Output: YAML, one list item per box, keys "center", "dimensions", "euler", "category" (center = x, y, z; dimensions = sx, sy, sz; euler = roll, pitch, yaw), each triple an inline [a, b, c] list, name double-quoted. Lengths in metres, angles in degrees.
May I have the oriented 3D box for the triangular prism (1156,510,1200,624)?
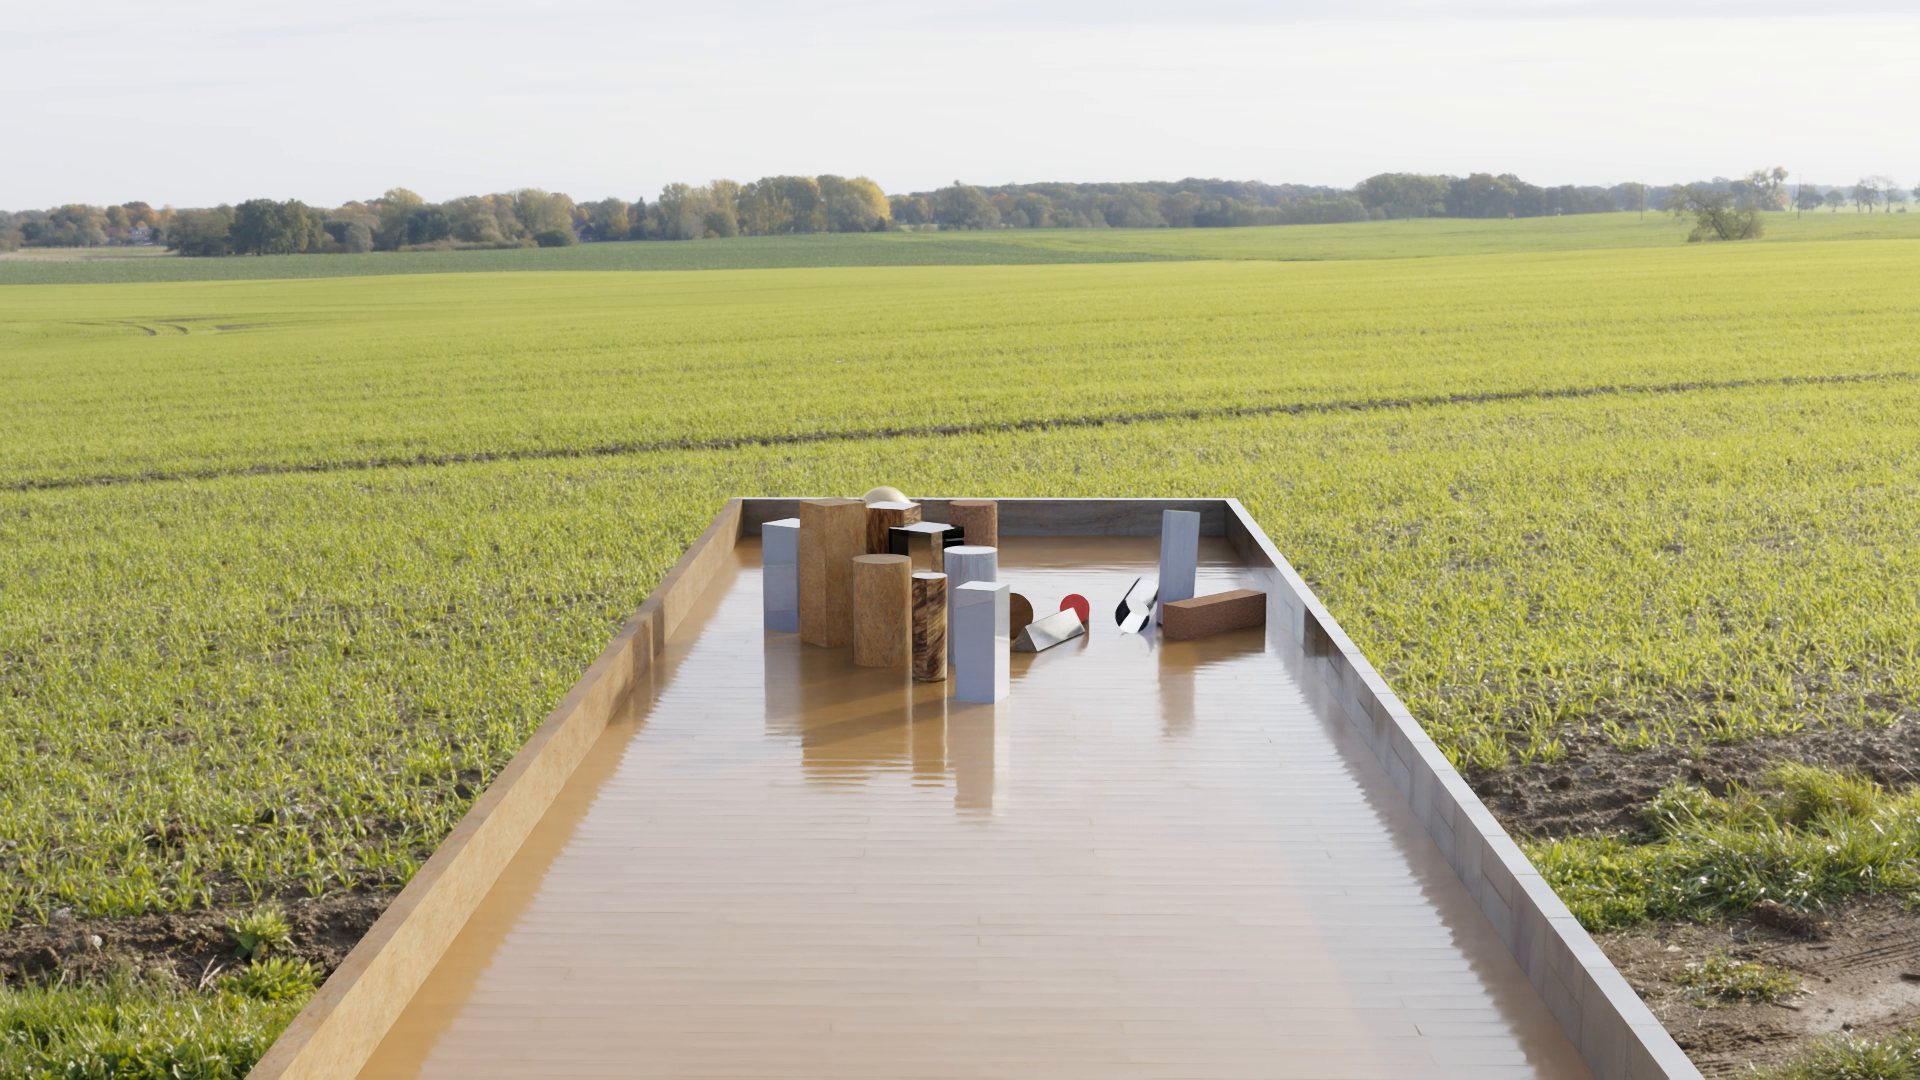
- center: [0.696, 0.089, 7.241]
  dimensions: [0.123, 0.371, 0.107]
  euler: [2, 4, -37]
  category: "triangular prism"

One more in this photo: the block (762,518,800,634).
- center: [-0.541, 0.115, 7.179]
  dimensions: [0.145, 0.346, 0.145]
  euler: [7, 11, 36]
  category: "block"

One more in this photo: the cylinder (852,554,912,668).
- center: [-0.236, 0.212, 6.665]
  dimensions: [0.180, 0.315, 0.180]
  euler: [0, 9, 0]
  category: "cylinder"

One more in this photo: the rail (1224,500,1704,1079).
- center: [1.046, 0.843, 3.208]
  dimensions: [0.050, 0.150, 12.000]
  euler: [0, 9, 1]
  category: "rail"

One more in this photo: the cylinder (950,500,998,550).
- center: [0.045, 0.080, 7.200]
  dimensions: [0.155, 0.408, 0.155]
  euler: [0, 9, 0]
  category: "cylinder"

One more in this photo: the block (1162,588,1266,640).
- center: [0.830, 0.241, 7.156]
  dimensions: [0.396, 0.104, 0.104]
  euler: [-8, 12, -43]
  category: "block"

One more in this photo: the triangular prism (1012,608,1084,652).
- center: [0.282, 0.281, 6.976]
  dimensions: [0.090, 0.078, 0.354]
  euler: [5, 10, 27]
  category: "triangular prism"

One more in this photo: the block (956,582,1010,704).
- center: [0.064, 0.286, 6.178]
  dimensions: [0.118, 0.320, 0.118]
  euler: [4, 10, 21]
  category: "block"

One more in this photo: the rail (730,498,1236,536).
- center: [0.099, -0.098, 9.147]
  dimensions: [2.100, 0.150, 0.050]
  euler: [0, 9, 1]
  category: "rail"

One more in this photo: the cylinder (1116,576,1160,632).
- center: [0.602, 0.210, 7.320]
  dimensions: [0.113, 0.113, 0.451]
  euler: [2, 9, 11]
  category: "cylinder"

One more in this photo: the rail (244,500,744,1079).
- center: [-1.004, 0.839, 3.234]
  dimensions: [0.050, 0.150, 12.000]
  euler: [0, 9, 1]
  category: "rail"

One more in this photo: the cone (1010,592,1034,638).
- center: [0.167, 0.240, 7.266]
  dimensions: [0.144, 0.144, 0.452]
  euler: [0, 0, 1]
  category: "cone"

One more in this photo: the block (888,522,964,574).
- center: [-0.105, 0.142, 6.932]
  dimensions: [0.168, 0.370, 0.168]
  euler: [7, 11, 36]
  category: "block"

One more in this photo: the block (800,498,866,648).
- center: [-0.401, 0.100, 6.955]
  dimensions: [0.152, 0.446, 0.152]
  euler: [-6, 11, -35]
  category: "block"

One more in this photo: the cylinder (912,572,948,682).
- center: [-0.089, 0.255, 6.419]
  dimensions: [0.104, 0.307, 0.104]
  euler: [0, 9, 0]
  category: "cylinder"

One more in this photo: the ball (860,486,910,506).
- center: [-0.307, -0.110, 9.001]
  dimensions: [0.221, 0.221, 0.221]
  euler: [0, 9, 0]
  category: "ball"

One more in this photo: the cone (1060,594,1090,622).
- center: [0.414, 0.223, 7.443]
  dimensions: [0.100, 0.100, 0.381]
  euler: [2, 2, 11]
  category: "cone"

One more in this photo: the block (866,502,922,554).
- center: [-0.222, 0.085, 7.195]
  dimensions: [0.145, 0.400, 0.145]
  euler: [3, 10, 21]
  category: "block"

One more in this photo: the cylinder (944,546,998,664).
- center: [0.032, 0.197, 6.676]
  dimensions: [0.163, 0.341, 0.163]
  euler: [0, 9, 0]
  category: "cylinder"
